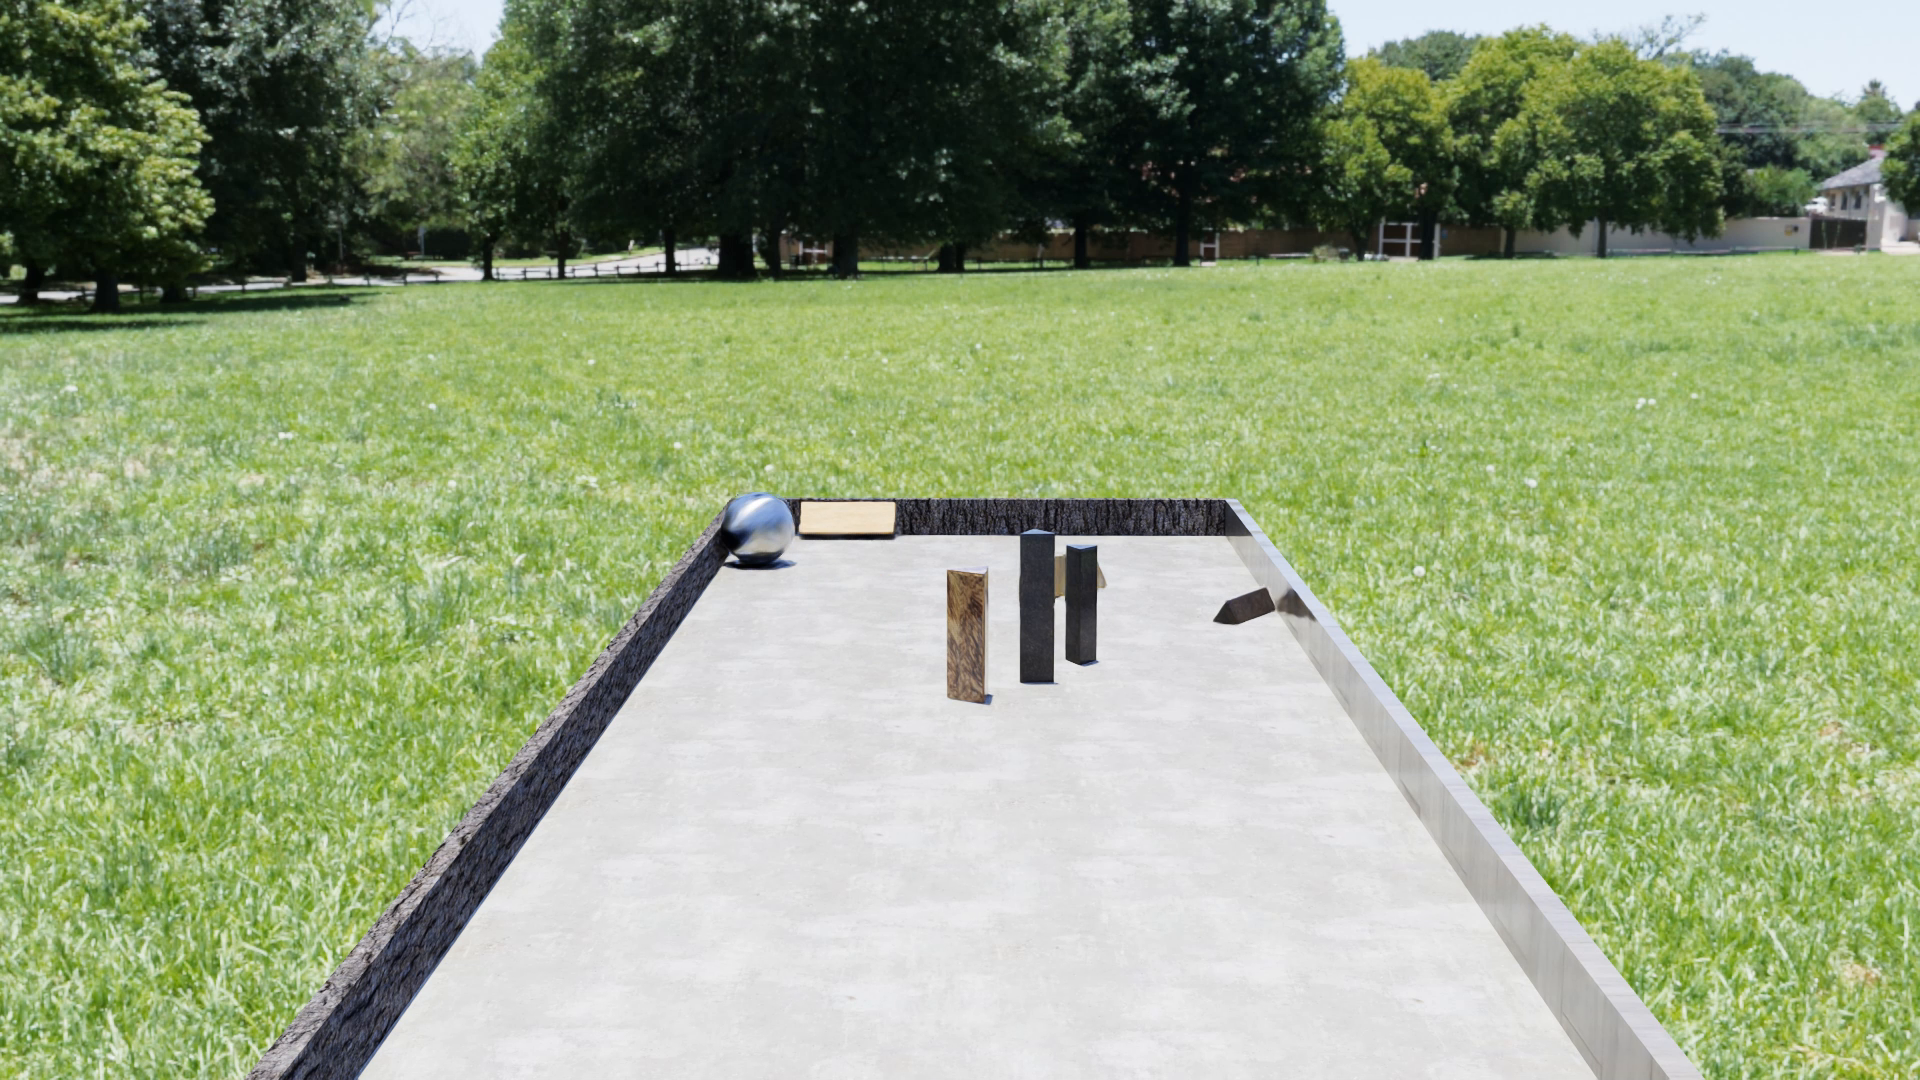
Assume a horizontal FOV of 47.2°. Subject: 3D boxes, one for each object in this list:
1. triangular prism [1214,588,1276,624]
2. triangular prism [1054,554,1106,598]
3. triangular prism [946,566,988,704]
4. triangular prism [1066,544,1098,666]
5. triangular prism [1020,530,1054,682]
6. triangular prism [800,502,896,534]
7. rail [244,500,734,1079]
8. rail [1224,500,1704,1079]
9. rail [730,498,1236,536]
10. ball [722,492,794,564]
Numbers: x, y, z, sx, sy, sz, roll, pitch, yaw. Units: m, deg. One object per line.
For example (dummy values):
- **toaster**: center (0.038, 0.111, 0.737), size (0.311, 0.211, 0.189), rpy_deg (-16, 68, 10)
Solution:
- **triangular prism**: center (0.959, 0.217, 7.377), size (0.087, 0.075, 0.306), rpy_deg (9, 12, 31)
- **triangular prism**: center (0.370, 0.115, 7.852), size (0.148, 0.128, 0.306), rpy_deg (8, 12, 44)
- **triangular prism**: center (0.046, 0.262, 6.186), size (0.127, 0.367, 0.110), rpy_deg (6, 11, 35)
- **triangular prism**: center (0.355, 0.193, 6.660), size (0.081, 0.355, 0.094), rpy_deg (7, 11, 37)
- **triangular prism**: center (0.220, 0.191, 6.405), size (0.100, 0.438, 0.086), rpy_deg (-1, 9, -4)
- **triangular prism**: center (-0.462, -0.091, 9.066), size (0.385, 0.129, 0.149), rpy_deg (0, -2, 1)
- **rail**: center (-1.004, 0.839, 3.234), size (0.050, 0.150, 12.000), rpy_deg (0, 9, 1)
- **rail**: center (1.046, 0.843, 3.208), size (0.050, 0.150, 12.000), rpy_deg (0, 9, 1)
- **rail**: center (0.099, -0.098, 9.147), size (2.100, 0.150, 0.050), rpy_deg (0, 9, 1)
- **ball**: center (-0.772, -0.046, 8.409), size (0.278, 0.278, 0.278), rpy_deg (0, 9, 0)
